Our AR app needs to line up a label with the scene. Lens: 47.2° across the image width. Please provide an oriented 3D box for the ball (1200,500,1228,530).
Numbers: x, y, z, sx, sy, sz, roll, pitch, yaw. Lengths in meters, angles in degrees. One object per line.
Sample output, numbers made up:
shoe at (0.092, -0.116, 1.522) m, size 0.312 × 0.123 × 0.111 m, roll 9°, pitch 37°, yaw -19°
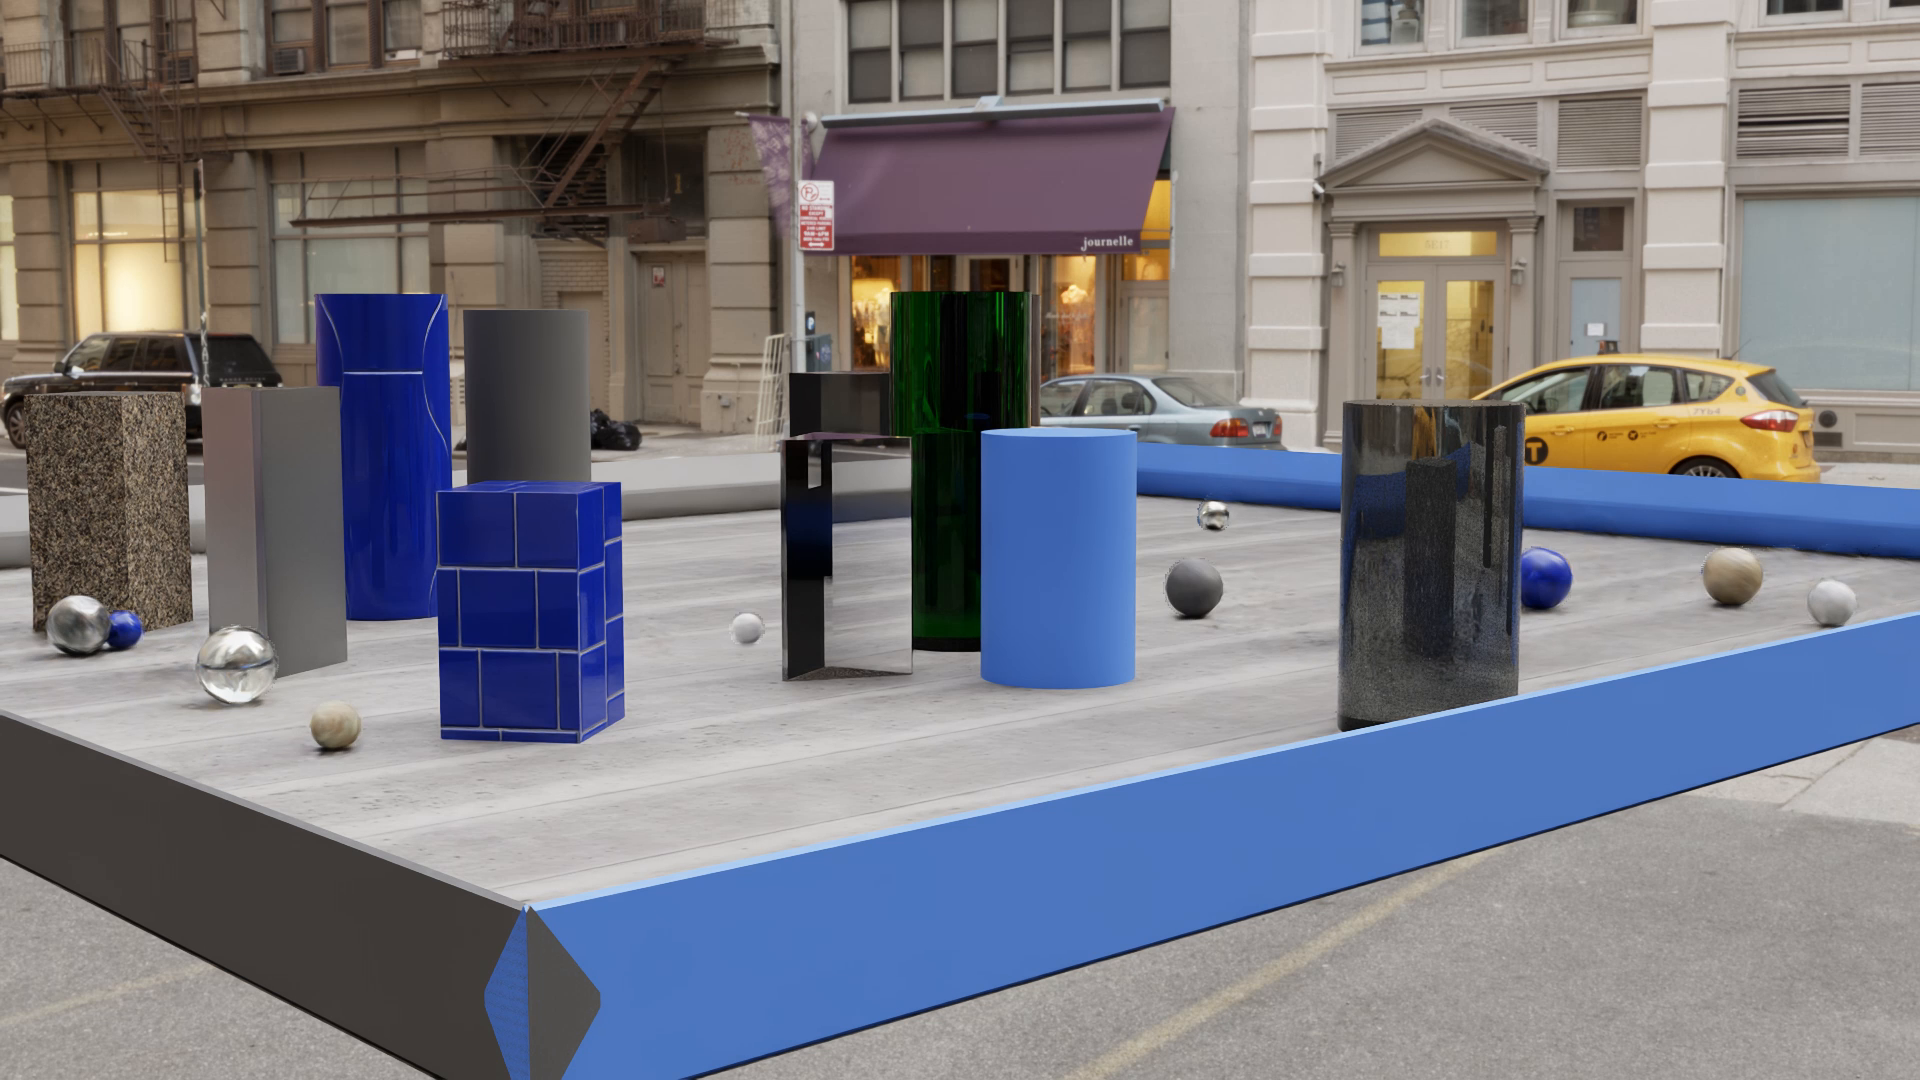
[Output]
ball at (0.508, -0.049, 4.399) m, size 0.059 × 0.059 × 0.059 m, roll 0°, pitch 6°, yaw 0°

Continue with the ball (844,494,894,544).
ball at (-0.171, -0.039, 4.138) m, size 0.094 × 0.094 × 0.094 m, roll 0°, pitch 6°, yaw 0°

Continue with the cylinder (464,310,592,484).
cylinder at (-0.659, -0.131, 3.365) m, size 0.187 × 0.440 × 0.187 m, roll 0°, pitch 6°, yaw 0°

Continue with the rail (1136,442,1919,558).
rail at (1.182, -0.083, 4.417) m, size 0.045 × 0.121 × 2.850 m, roll -6°, pitch 8°, yaw -42°

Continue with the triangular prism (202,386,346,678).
triangular prism at (-0.829, -0.015, 2.717) m, size 0.140 × 0.346 × 0.162 m, roll -5°, pitch 8°, yaw -40°

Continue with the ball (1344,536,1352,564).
ball at (0.689, 0.017, 3.745) m, size 0.066 × 0.066 × 0.066 m, roll 0°, pitch 6°, yaw 0°

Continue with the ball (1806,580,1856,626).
ball at (1.219, 0.088, 3.076) m, size 0.065 × 0.065 × 0.065 m, roll 0°, pitch 6°, yaw 0°

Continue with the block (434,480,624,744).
block at (-0.451, 0.072, 2.322) m, size 0.150 × 0.257 × 0.150 m, roll 1°, pitch 6°, yaw 9°

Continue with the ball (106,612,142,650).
ball at (-1.093, 0.118, 2.870) m, size 0.049 × 0.049 × 0.049 m, roll 0°, pitch 6°, yaw 0°

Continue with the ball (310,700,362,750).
ball at (-0.630, 0.187, 2.218) m, size 0.050 × 0.050 × 0.050 m, roll 0°, pitch 6°, yaw 0°

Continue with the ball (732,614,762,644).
ball at (-0.282, 0.117, 2.914) m, size 0.041 × 0.041 × 0.041 m, roll 0°, pitch 6°, yaw 0°

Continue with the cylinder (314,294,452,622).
cylinder at (-0.834, -0.125, 3.196) m, size 0.187 × 0.463 × 0.187 m, roll 0°, pitch 6°, yaw 0°

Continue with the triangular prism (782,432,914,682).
triangular prism at (-0.156, 0.016, 2.701) m, size 0.162 × 0.288 × 0.140 m, roll -2°, pitch 6°, yaw -19°

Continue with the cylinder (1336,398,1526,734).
cylinder at (0.494, 0.028, 2.313) m, size 0.187 × 0.345 × 0.187 m, roll 0°, pitch 6°, yaw 0°

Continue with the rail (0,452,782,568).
rail at (-0.950, -0.077, 4.356) m, size 3.265 × 0.121 × 0.045 m, roll -6°, pitch 8°, yaw -42°

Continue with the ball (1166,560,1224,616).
ball at (0.338, 0.069, 3.174) m, size 0.082 × 0.082 × 0.082 m, roll 0°, pitch 6°, yaw 0°

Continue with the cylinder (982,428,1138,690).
cylinder at (0.118, 0.018, 2.648) m, size 0.187 × 0.295 × 0.187 m, roll 0°, pitch 6°, yaw 0°

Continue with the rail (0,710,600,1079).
rail at (-1.182, 0.147, 2.247) m, size 0.045 × 0.121 × 2.850 m, roll -6°, pitch 8°, yaw -42°

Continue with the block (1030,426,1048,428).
block at (0.070, -0.038, 3.339) m, size 0.150 × 0.261 × 0.150 m, roll 4°, pitch 8°, yaw 36°

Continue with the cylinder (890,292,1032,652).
cylinder at (0.000, -0.096, 2.916) m, size 0.187 × 0.464 × 0.187 m, roll 0°, pitch 6°, yaw 0°

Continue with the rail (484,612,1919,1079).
rail at (0.950, 0.140, 2.308) m, size 3.265 × 0.121 × 0.045 m, roll -6°, pitch 8°, yaw -42°

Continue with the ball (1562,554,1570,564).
ball at (0.957, 0.045, 3.544) m, size 0.051 × 0.051 × 0.051 m, roll 0°, pitch 6°, yaw 0°

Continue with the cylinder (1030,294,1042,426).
cylinder at (0.048, -0.196, 3.860) m, size 0.187 × 0.466 × 0.187 m, roll 0°, pitch 6°, yaw 0°

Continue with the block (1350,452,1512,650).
block at (0.627, 0.012, 2.939) m, size 0.150 × 0.245 × 0.150 m, roll -2°, pitch 6°, yaw -20°

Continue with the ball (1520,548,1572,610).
ball at (0.857, 0.057, 3.245) m, size 0.091 × 0.091 × 0.091 m, roll 0°, pitch 6°, yaw 0°

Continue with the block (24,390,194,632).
block at (-1.182, -0.041, 3.059) m, size 0.150 × 0.325 × 0.150 m, roll 1°, pitch 6°, yaw 13°

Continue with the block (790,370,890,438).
block at (-0.183, -0.117, 3.734) m, size 0.150 × 0.334 × 0.150 m, roll 4°, pitch 7°, yaw 34°

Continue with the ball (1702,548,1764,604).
ball at (1.158, 0.054, 3.296) m, size 0.087 × 0.087 × 0.087 m, roll 0°, pitch 6°, yaw 0°

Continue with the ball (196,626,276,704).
ball at (-0.814, 0.141, 2.475) m, size 0.087 × 0.087 × 0.087 m, roll 0°, pitch 6°, yaw 0°

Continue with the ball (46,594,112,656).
ball at (-1.129, 0.109, 2.818) m, size 0.078 × 0.078 × 0.078 m, roll 0°, pitch 6°, yaw 0°

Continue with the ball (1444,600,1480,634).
ball at (0.651, 0.100, 2.853) m, size 0.044 × 0.044 × 0.044 m, roll 0°, pitch 6°, yaw 0°
